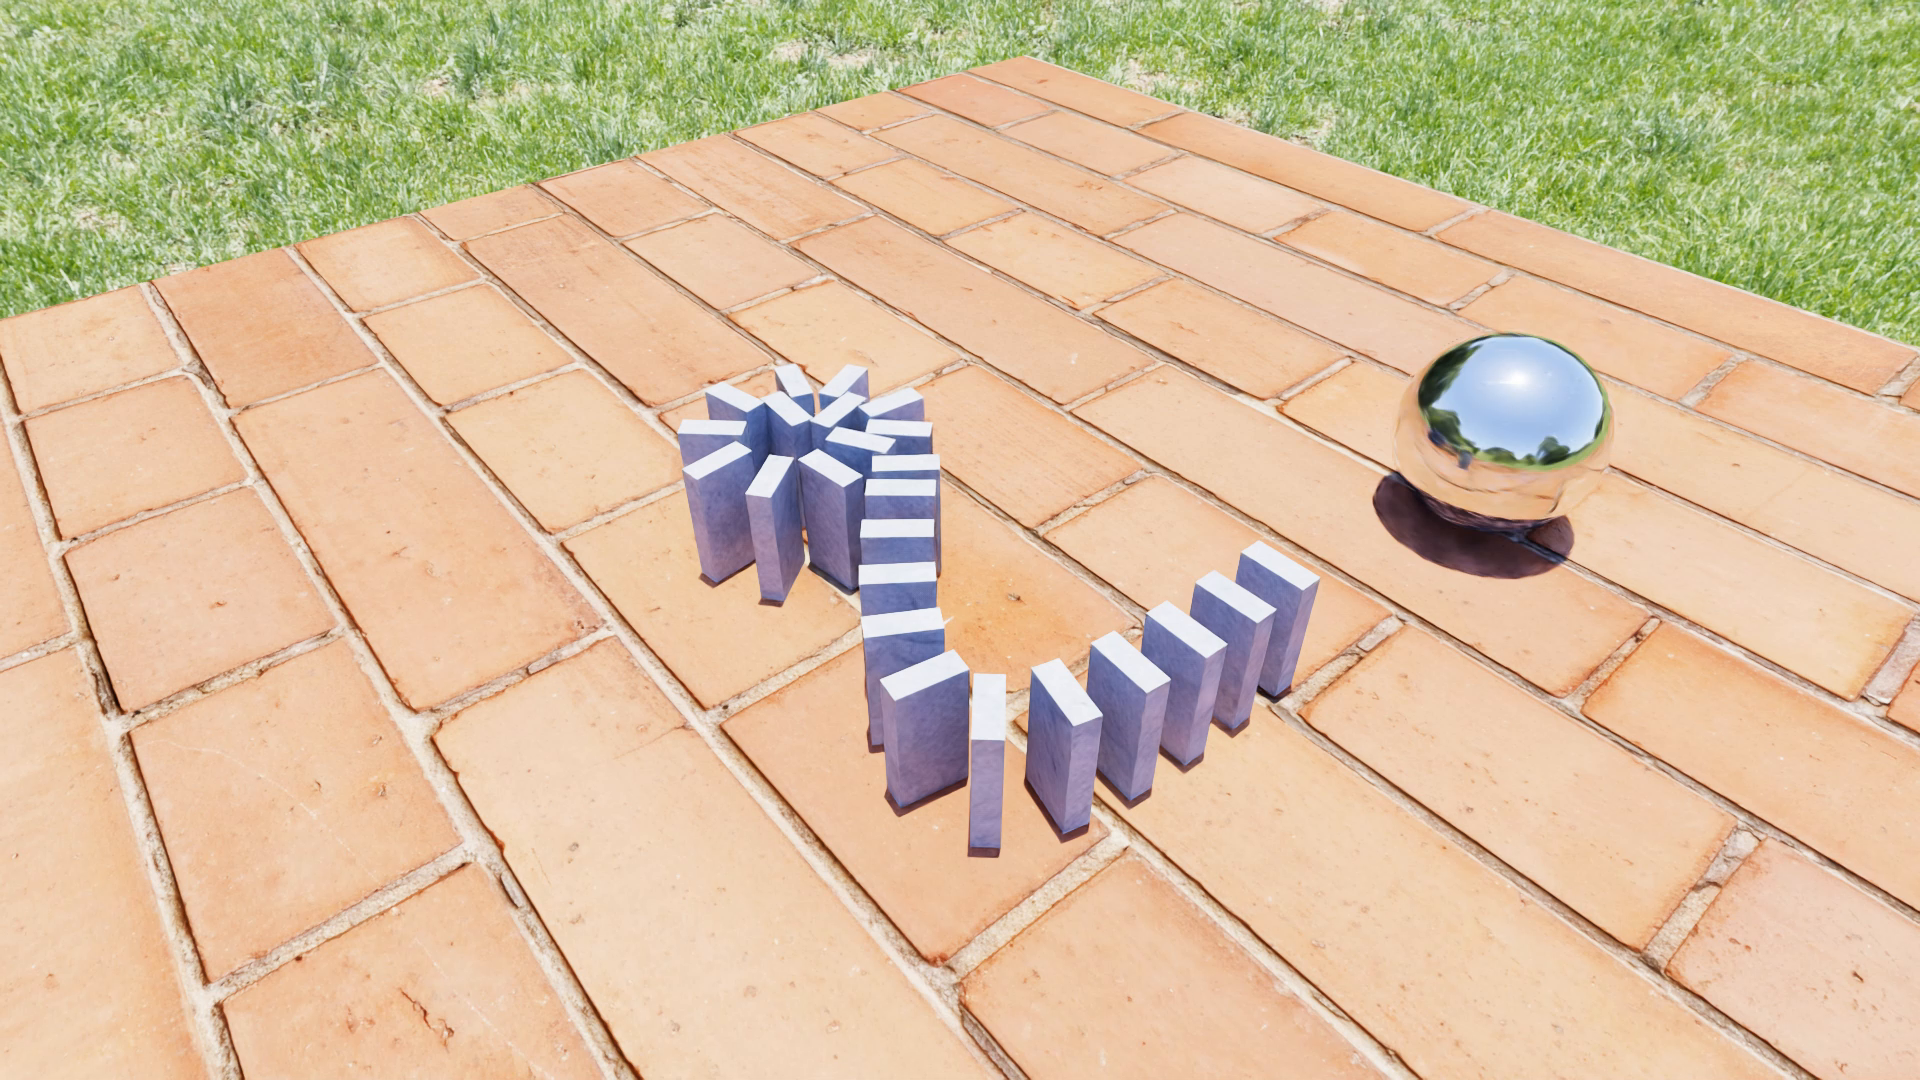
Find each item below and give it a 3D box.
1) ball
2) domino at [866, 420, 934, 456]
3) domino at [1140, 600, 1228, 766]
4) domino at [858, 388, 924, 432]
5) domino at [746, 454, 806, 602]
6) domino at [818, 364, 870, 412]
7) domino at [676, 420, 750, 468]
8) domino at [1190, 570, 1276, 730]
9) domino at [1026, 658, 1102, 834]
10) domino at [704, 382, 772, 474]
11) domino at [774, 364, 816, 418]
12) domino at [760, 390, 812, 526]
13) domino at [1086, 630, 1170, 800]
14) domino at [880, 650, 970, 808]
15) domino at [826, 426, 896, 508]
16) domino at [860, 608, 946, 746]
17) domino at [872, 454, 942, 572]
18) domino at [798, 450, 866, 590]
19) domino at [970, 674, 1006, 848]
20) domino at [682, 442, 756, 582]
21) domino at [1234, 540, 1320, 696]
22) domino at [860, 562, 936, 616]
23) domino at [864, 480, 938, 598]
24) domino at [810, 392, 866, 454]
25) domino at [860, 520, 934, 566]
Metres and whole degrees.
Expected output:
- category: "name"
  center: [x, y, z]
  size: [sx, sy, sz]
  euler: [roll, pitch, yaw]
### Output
- category: "ball"
  center: [0.216, -0.043, 0.440]
  size: [0.080, 0.080, 0.080]
  euler: [0, 39, 0]
- category: "domino"
  center: [-0.024, -0.024, 0.441]
  size: [0.025, 0.050, 0.009]
  euler: [3, 39, 4]
- category: "domino"
  center: [0.070, 0.047, 0.355]
  size: [0.010, 0.050, 0.025]
  euler: [-27, 46, -29]
- category: "domino"
  center: [-0.027, -0.036, 0.455]
  size: [0.025, 0.050, 0.009]
  euler: [-24, 45, -27]
- category: "domino"
  center: [-0.069, -0.004, 0.417]
  size: [0.009, 0.050, 0.025]
  euler: [8, 40, 10]
- category: "domino"
  center: [-0.048, -0.046, 0.468]
  size: [0.009, 0.050, 0.025]
  euler: [16, 42, 18]
- category: "domino"
  center: [-0.096, -0.024, 0.441]
  size: [0.025, 0.050, 0.009]
  euler: [2, 39, 2]
- category: "domino"
  center: [0.088, 0.037, 0.366]
  size: [0.009, 0.050, 0.025]
  euler: [-28, 47, -30]
- category: "domino"
  center: [0.031, 0.063, 0.334]
  size: [0.010, 0.050, 0.025]
  euler: [-17, 42, -20]
- category: "domino"
  center: [-0.091, -0.038, 0.458]
  size: [0.025, 0.050, 0.009]
  euler: [27, 46, 29]
- category: "domino"
  center: [-0.069, -0.047, 0.468]
  size: [0.010, 0.050, 0.025]
  euler: [-15, 42, -18]
- category: "domino"
  center: [-0.069, -0.033, 0.452]
  size: [0.010, 0.050, 0.025]
  euler: [-25, 46, -28]
- category: "domino"
  center: [0.051, 0.055, 0.344]
  size: [0.010, 0.050, 0.025]
  euler: [-24, 45, -26]
- category: "domino"
  center: [-0.010, 0.059, 0.340]
  size: [0.025, 0.050, 0.009]
  euler: [-20, 43, -23]
- category: "domino"
  center: [-0.038, -0.019, 0.435]
  size: [0.025, 0.050, 0.009]
  euler: [14, 41, 16]
- category: "domino"
  center: [-0.018, 0.045, 0.357]
  size: [0.025, 0.050, 0.010]
  euler: [-6, 40, -8]
- category: "domino"
  center: [-0.020, -0.009, 0.423]
  size: [0.025, 0.050, 0.010]
  euler: [-2, 39, -2]
- category: "domino"
  center: [-0.048, -0.007, 0.420]
  size: [0.025, 0.050, 0.009]
  euler: [31, 48, 32]
- category: "domino"
  center: [0.008, 0.067, 0.330]
  size: [0.009, 0.050, 0.025]
  euler: [1, 39, 2]
- category: "domino"
  center: [-0.090, -0.010, 0.424]
  size: [0.010, 0.050, 0.025]
  euler: [31, 48, 32]
- category: "domino"
  center: [0.106, 0.027, 0.378]
  size: [0.010, 0.050, 0.025]
  euler: [-28, 47, -30]
- category: "domino"
  center: [-0.020, 0.030, 0.375]
  size: [0.025, 0.050, 0.010]
  euler: [-3, 39, -3]
- category: "domino"
  center: [-0.021, 0.000, 0.411]
  size: [0.025, 0.050, 0.009]
  euler: [0, 39, 1]
- category: "domino"
  center: [-0.048, -0.032, 0.451]
  size: [0.010, 0.050, 0.025]
  euler: [21, 44, 24]
- category: "domino"
  center: [-0.021, 0.015, 0.393]
  size: [0.025, 0.050, 0.009]
  euler: [0, 39, 0]
